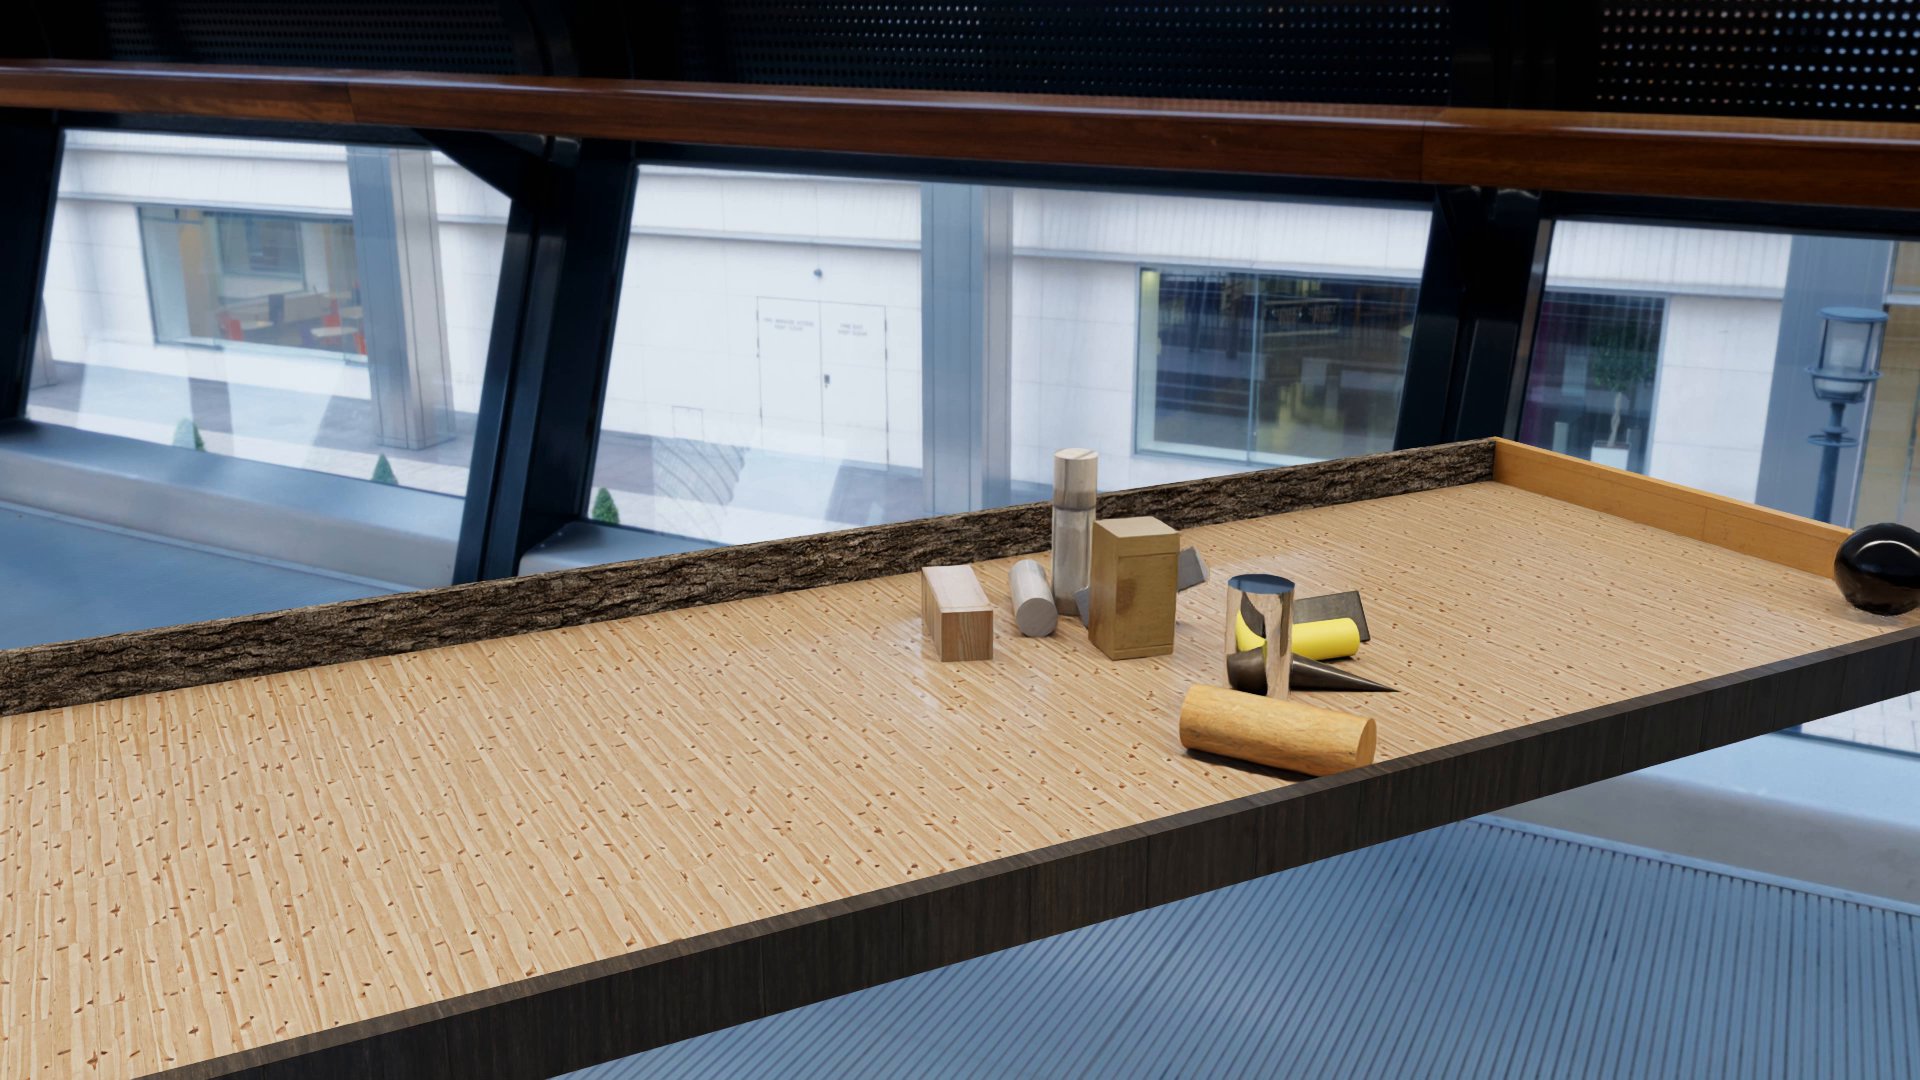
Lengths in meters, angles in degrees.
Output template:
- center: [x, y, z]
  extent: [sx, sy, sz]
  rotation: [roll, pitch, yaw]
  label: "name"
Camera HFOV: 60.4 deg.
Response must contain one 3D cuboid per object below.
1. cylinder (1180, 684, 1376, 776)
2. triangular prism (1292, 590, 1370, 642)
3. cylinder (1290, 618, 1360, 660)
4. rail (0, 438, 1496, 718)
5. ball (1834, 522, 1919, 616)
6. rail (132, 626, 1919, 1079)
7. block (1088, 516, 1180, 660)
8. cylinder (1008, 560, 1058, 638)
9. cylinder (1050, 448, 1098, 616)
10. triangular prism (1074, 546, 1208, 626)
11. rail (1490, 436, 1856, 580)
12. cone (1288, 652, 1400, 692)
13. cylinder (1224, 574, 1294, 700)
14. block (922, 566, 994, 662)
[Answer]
- center: [0.699, 0.426, 3.641]
  extent: [0.402, 0.148, 0.148]
  rotation: [10, 19, 29]
  label: "cylinder"
- center: [0.909, 0.214, 4.402]
  extent: [0.362, 0.120, 0.138]
  rotation: [-7, 18, -23]
  label: "triangular prism"
- center: [0.871, 0.268, 4.265]
  extent: [0.312, 0.100, 0.100]
  rotation: [-6, 17, -19]
  label: "cylinder"
- center: [-3.305, 0.497, 3.399]
  extent: [12.000, 0.150, 0.050]
  rotation: [-9, 18, -27]
  label: "rail"
- center: [2.590, 0.082, 4.614]
  extent: [0.260, 0.260, 0.260]
  rotation: [0, 16, 0]
  label: "ball"
- center: [-2.336, 1.006, 1.665]
  extent: [12.000, 0.150, 0.050]
  rotation: [-9, 18, -27]
  label: "rail"
- center: [0.455, 0.124, 4.339]
  extent: [0.171, 0.331, 0.171]
  rotation: [-4, 17, -18]
  label: "block"
- center: [0.201, 0.160, 4.609]
  extent: [0.114, 0.114, 0.349]
  rotation: [-1, 16, -2]
  label: "cylinder"
- center: [0.318, -0.021, 4.613]
  extent: [0.122, 0.455, 0.122]
  rotation: [0, 18, 0]
  label: "cylinder"
- center: [0.493, 0.120, 4.520]
  extent: [0.358, 0.090, 0.104]
  rotation: [-22, 10, 18]
  label: "triangular prism"
- center: [2.466, -0.048, 5.253]
  extent: [0.050, 0.150, 2.100]
  rotation: [-9, 18, -27]
  label: "rail"
- center: [0.906, 0.339, 4.093]
  extent: [0.387, 0.122, 0.122]
  rotation: [11, 18, 5]
  label: "cone"
- center: [0.693, 0.265, 3.843]
  extent: [0.152, 0.343, 0.152]
  rotation: [0, 16, 0]
  label: "cylinder"
- center: [-0.011, 0.194, 4.454]
  extent: [0.136, 0.136, 0.398]
  rotation: [-2, 17, -8]
  label: "block"
